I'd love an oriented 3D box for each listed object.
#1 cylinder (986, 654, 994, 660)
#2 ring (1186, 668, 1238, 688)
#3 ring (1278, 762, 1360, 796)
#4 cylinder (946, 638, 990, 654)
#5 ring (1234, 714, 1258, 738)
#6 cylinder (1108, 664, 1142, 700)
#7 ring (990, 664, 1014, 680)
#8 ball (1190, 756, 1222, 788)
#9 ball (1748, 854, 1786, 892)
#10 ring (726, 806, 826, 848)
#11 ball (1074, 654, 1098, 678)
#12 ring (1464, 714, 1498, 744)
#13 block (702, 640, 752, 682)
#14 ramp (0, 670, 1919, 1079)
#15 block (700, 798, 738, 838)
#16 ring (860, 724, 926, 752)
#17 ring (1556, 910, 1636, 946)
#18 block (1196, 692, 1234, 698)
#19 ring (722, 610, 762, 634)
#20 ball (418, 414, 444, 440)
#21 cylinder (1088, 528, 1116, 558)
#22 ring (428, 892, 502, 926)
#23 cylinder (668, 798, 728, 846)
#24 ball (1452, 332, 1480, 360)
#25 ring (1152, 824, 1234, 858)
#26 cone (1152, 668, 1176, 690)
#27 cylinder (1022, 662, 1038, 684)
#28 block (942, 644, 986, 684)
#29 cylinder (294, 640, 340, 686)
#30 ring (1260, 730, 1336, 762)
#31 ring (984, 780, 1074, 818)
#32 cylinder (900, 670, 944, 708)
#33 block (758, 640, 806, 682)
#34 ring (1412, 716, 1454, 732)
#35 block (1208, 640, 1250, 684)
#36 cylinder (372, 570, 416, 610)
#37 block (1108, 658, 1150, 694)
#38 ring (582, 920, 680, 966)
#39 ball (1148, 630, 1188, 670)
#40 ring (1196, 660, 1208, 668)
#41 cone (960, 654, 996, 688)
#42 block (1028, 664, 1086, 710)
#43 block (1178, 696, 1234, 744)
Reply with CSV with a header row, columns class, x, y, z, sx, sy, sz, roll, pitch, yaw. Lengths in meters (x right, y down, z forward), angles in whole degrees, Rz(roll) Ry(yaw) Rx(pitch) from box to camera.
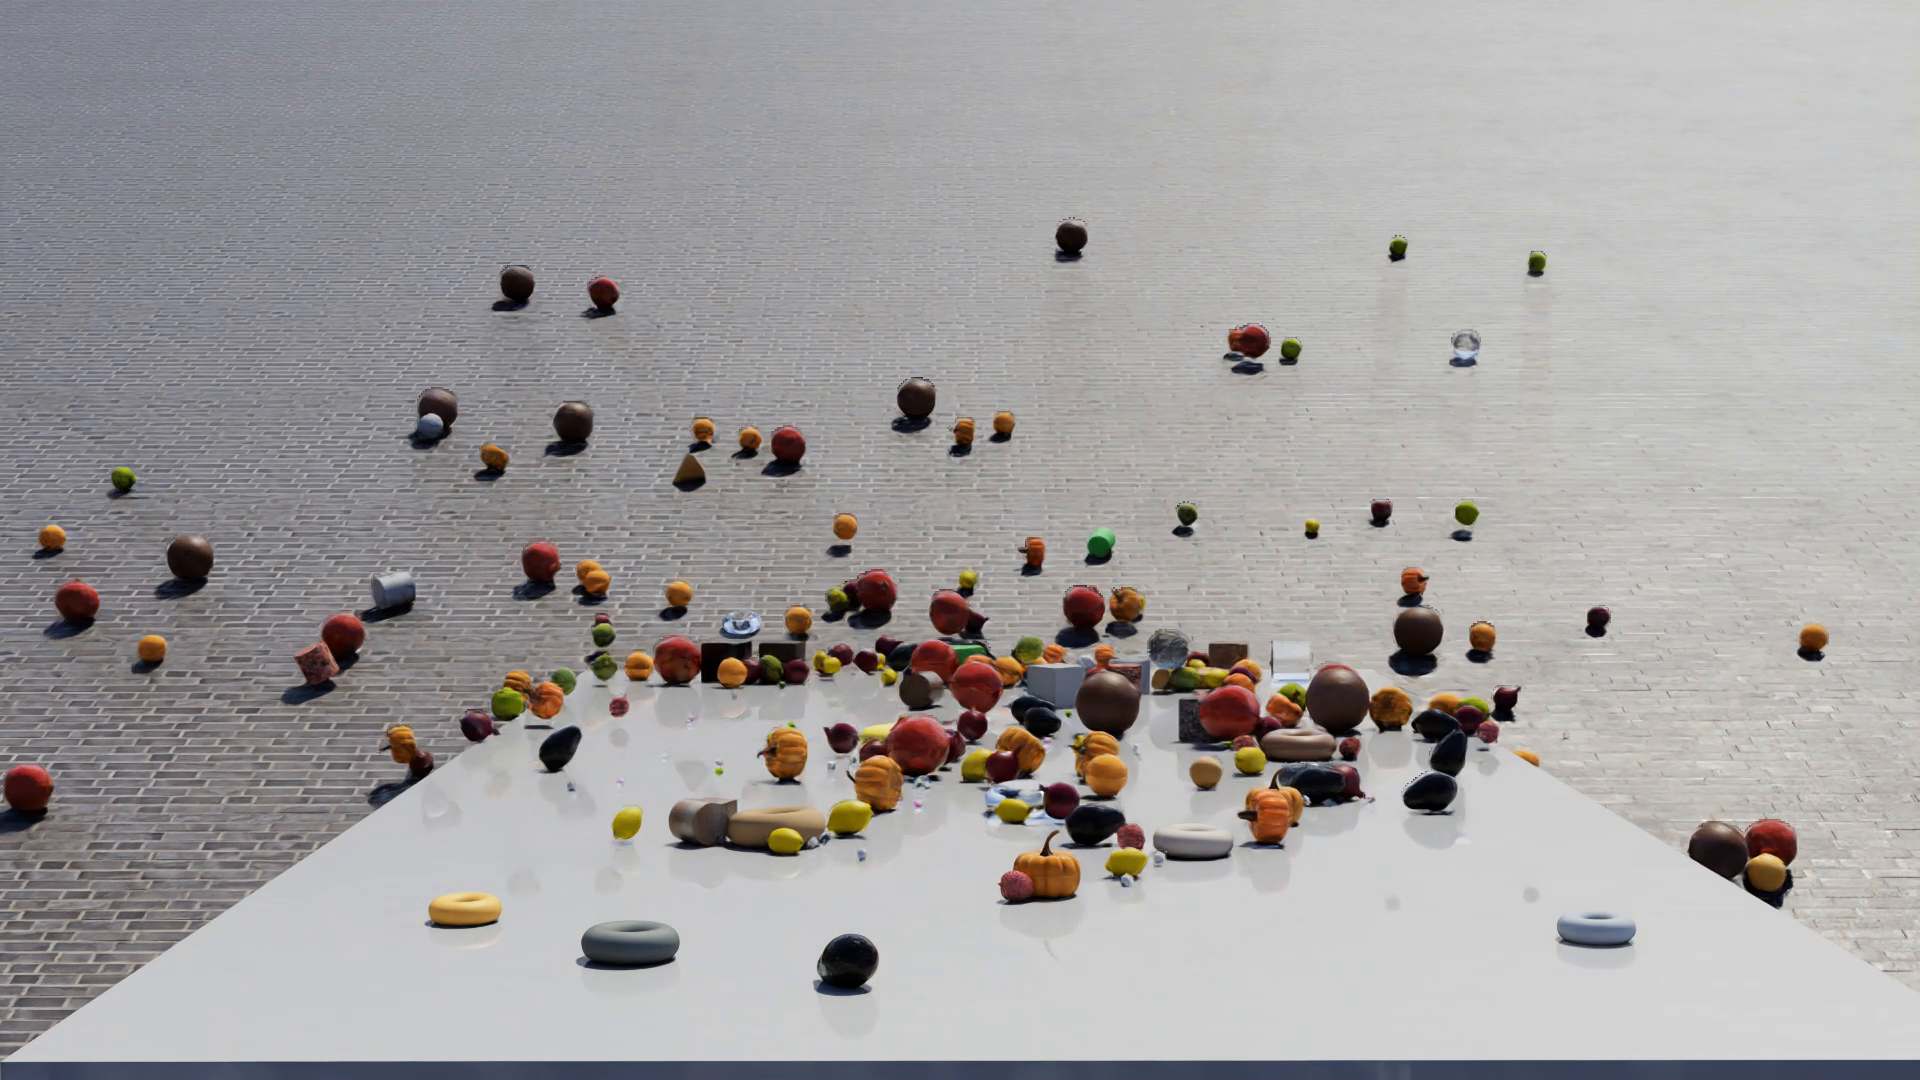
class,x,y,z,sx,sy,sz,roll,pitch,yaw
cylinder,0.059,0.311,6.366,0.054,0.054,0.054,0,3,0
ring,0.598,0.329,6.113,0.124,0.041,0.124,1,4,0
ring,0.611,0.406,4.376,0.139,0.046,0.139,1,2,0
cylinder,0.016,0.292,6.463,0.083,0.083,0.083,-17,12,-34
ring,0.543,0.373,5.176,0.115,0.038,0.115,-1,2,0
cylinder,0.373,0.323,5.849,0.077,0.077,0.077,0,3,0
ring,0.082,0.325,6.297,0.097,0.032,0.097,-1,4,0
ball,0.423,0.399,4.416,0.056,0.056,0.056,0,23,0
ball,1.785,0.736,5.692,0.083,0.083,0.083,0,23,0
ring,-0.275,0.429,3.844,0.149,0.050,0.149,-3,0,0
ball,0.310,0.311,6.327,0.057,0.057,0.057,0,23,0
ring,1.096,0.422,5.399,0.042,0.126,0.126,-23,25,-2
block,-0.569,0.296,6.281,0.093,0.093,0.093,1,3,16
ramp,0.052,0.472,4.535,2.000,0.100,4.000,0,3,0
block,-0.375,0.423,3.914,0.054,0.054,0.054,1,3,20
ring,-0.130,0.382,4.961,0.127,0.042,0.127,-1,4,0
ring,0.772,0.470,3.123,0.094,0.031,0.094,-1,3,0
block,0.529,0.353,5.356,0.062,0.062,0.062,-1,3,-12
ring,-0.593,0.223,6.988,0.108,0.036,0.108,-1,23,0
ball,-1.717,-0.367,8.345,0.085,0.085,0.085,0,23,0
cylinder,0.411,0.007,7.469,0.066,0.066,0.066,7,23,16
ring,-0.624,0.466,3.246,0.092,0.031,0.092,0,4,0
cylinder,-0.390,0.421,3.844,0.065,0.065,0.065,-19,14,-39
ball,1.792,-0.689,9.104,0.097,0.097,0.097,0,23,0
ring,0.339,0.438,3.747,0.118,0.039,0.118,1,2,0
cone,0.491,0.339,6.077,0.056,0.056,0.056,31,2,-36
cylinder,0.184,0.321,6.064,0.060,0.060,0.060,-5,4,-12
block,0.009,0.301,6.222,0.087,0.087,0.087,-1,3,-15
cylinder,-1.662,0.319,6.657,0.085,0.085,0.085,-24,12,6
ring,0.634,0.385,4.822,0.144,0.048,0.144,-1,4,0
ring,0.111,0.417,4.135,0.143,0.048,0.143,-1,4,0
cylinder,-0.084,0.330,5.688,0.076,0.076,0.076,10,6,22
block,-0.434,0.296,6.286,0.093,0.093,0.093,0,3,11
ring,0.963,0.375,5.236,0.087,0.029,0.087,-1,3,0
block,0.654,0.296,6.247,0.094,0.094,0.094,0,3,10
cylinder,-1.566,0.139,7.121,0.089,0.089,0.089,-17,28,-35
block,0.395,0.317,5.983,0.077,0.077,0.077,1,3,21
ring,-0.387,0.472,3.019,0.115,0.038,0.115,1,2,0
ball,0.488,0.258,6.021,0.093,0.093,0.093,0,23,0
ring,0.674,0.352,6.663,0.145,0.048,0.145,1,21,0
cone,0.047,0.330,6.125,0.085,0.085,0.085,-2,29,-5
block,0.215,0.323,5.703,0.090,0.090,0.090,-2,3,-39
block,0.488,0.355,5.096,0.082,0.082,0.082,2,3,31
